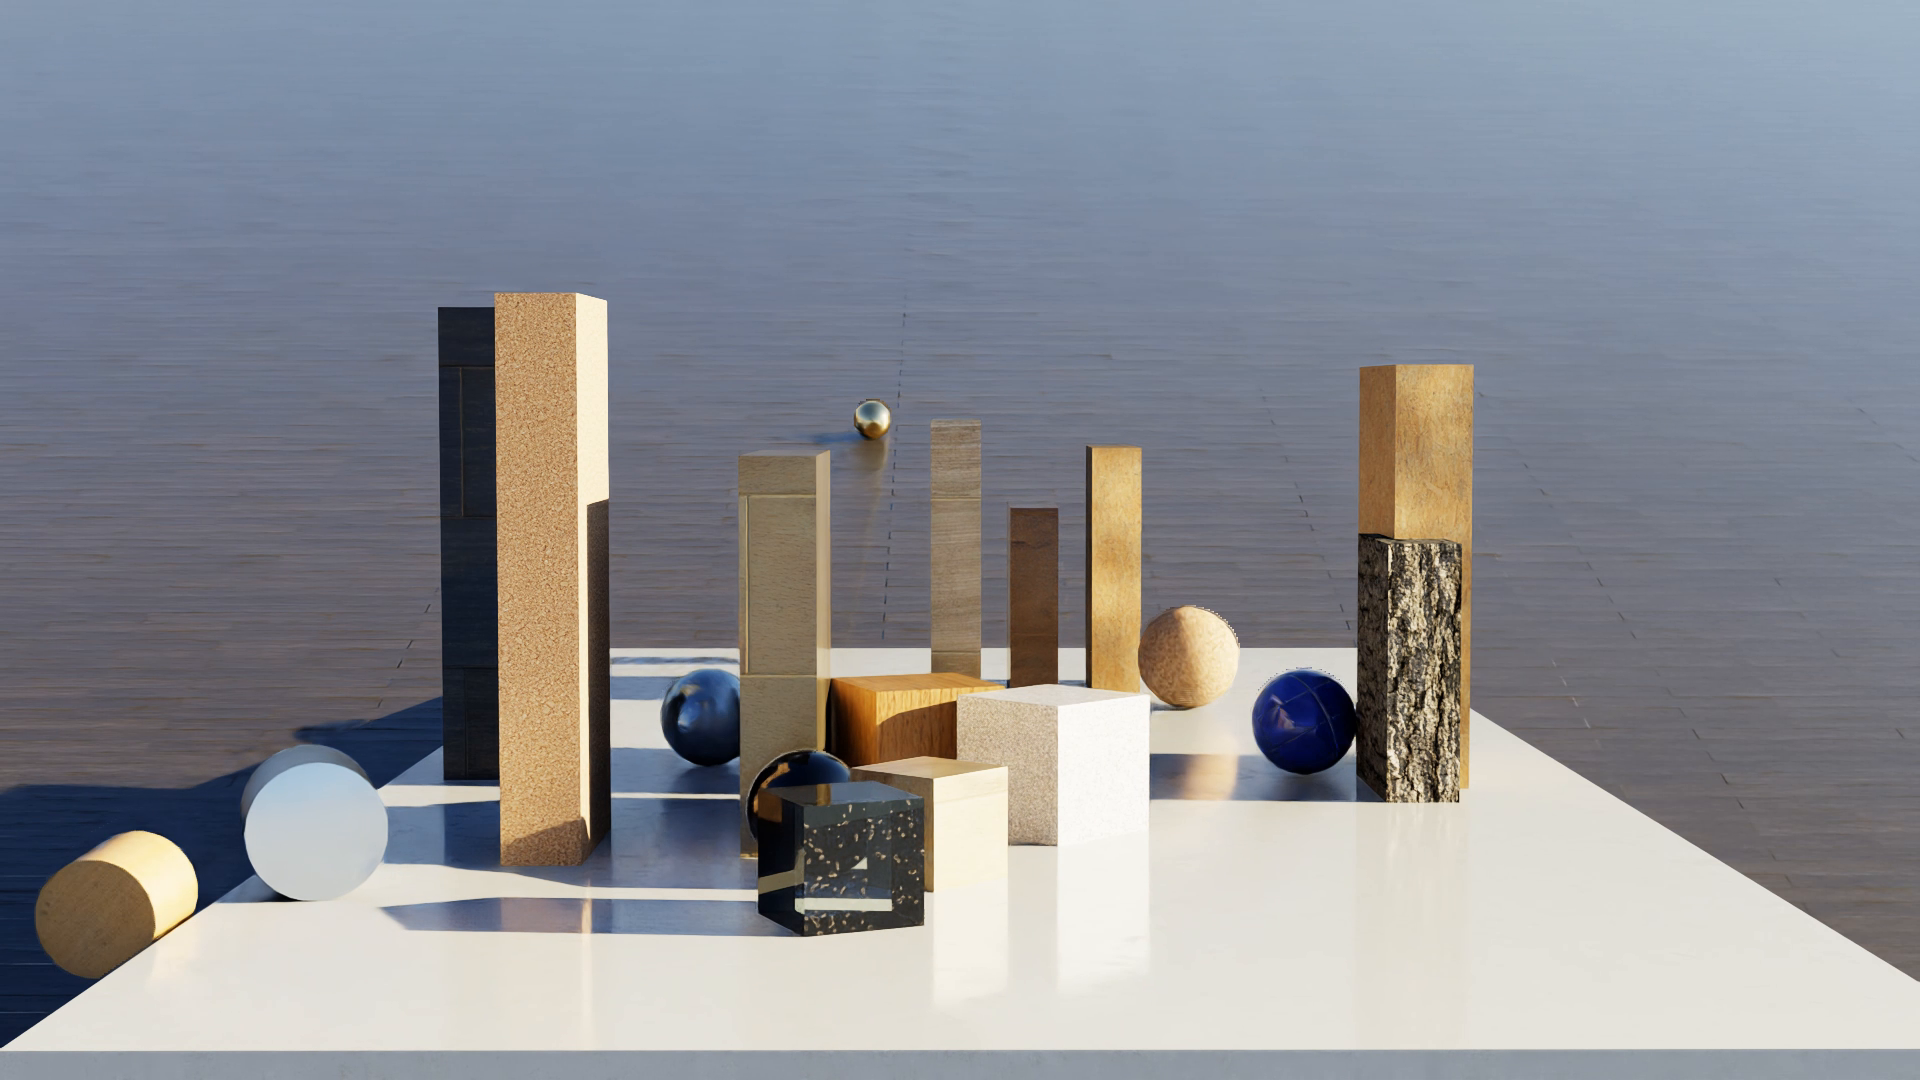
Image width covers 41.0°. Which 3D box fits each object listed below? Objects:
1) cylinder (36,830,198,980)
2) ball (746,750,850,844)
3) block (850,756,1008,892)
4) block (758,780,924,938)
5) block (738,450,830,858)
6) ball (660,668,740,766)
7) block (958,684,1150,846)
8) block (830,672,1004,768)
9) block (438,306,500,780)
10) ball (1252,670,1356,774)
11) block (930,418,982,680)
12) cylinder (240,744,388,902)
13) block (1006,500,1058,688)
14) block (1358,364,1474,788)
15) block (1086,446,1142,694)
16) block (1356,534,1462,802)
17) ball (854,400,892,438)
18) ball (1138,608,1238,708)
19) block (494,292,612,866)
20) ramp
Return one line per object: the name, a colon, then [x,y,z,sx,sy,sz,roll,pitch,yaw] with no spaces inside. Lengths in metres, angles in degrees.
cylinder: [-1.029,0.445,3.142,0.147,0.147,0.147,1,7,3]
ball: [-0.209,0.366,3.494,0.162,0.162,0.162,0,21,0]
block: [-0.041,0.377,3.427,0.149,0.149,0.149,3,4,41]
block: [-0.147,0.388,3.154,0.156,0.156,0.156,-2,4,-25]
block: [-0.253,0.152,3.760,0.107,0.559,0.393,0,3,0]
ball: [-0.436,0.307,4.465,0.170,0.170,0.170,0,21,0]
block: [0.138,0.329,3.804,0.201,0.201,0.201,3,5,44]
block: [-0.067,0.319,3.931,0.206,0.206,0.206,-1,4,-22]
block: [-0.799,0.001,4.403,0.132,0.789,0.251,0,3,0]
ball: [0.584,0.309,4.363,0.178,0.178,0.178,0,21,0]
block: [-0.007,0.097,4.366,0.081,0.602,0.432,0,3,0]
cylinder: [-0.845,0.367,3.353,0.178,0.178,0.178,-7,5,-17]
block: [0.154,0.127,5.518,0.100,0.409,0.344,0,3,0]
block: [0.769,0.051,4.368,0.125,0.692,0.375,0,3,0]
block: [0.335,0.060,5.639,0.105,0.529,0.274,0,3,0]
block: [0.731,0.202,4.199,0.115,0.409,0.306,0,3,0]
ball: [-0.285,-0.392,8.376,0.123,0.123,0.123,0,21,0]
ball: [0.468,0.242,5.280,0.208,0.208,0.208,0,21,0]
block: [-0.574,0.047,3.650,0.110,0.782,0.306,0,3,0]
ramp: [0.048,0.438,4.532,2.000,0.100,4.000,0,3,0]
